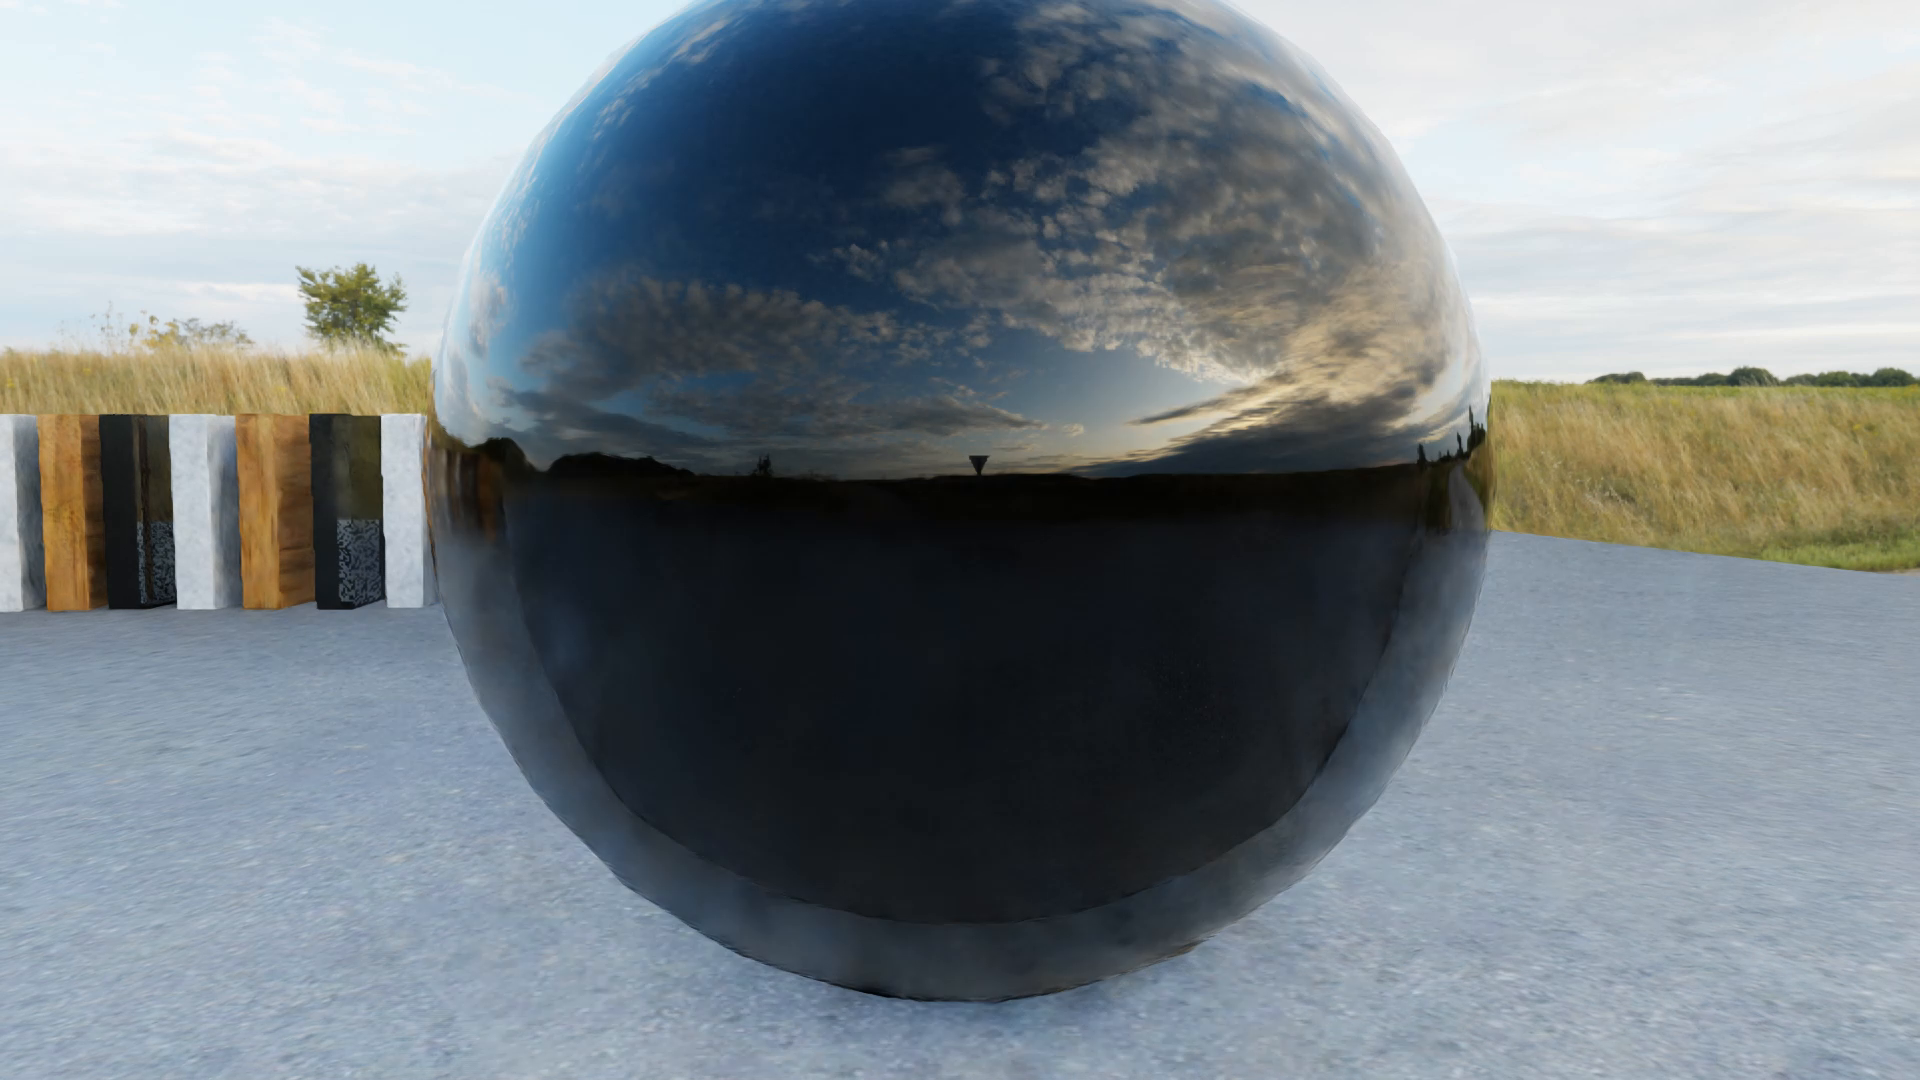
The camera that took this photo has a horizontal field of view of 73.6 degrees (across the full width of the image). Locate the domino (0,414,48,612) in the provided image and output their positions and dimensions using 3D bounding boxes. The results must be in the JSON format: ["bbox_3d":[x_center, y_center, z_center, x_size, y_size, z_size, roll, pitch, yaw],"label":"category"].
[{"bbox_3d":[-0.246,-0.008,0.335,0.009,0.050,0.025,-1,4,-16],"label":"domino"}]

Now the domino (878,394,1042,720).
[{"bbox_3d":[0.000,0.002,0.201,0.025,0.050,0.009,0,4,0],"label":"domino"}]

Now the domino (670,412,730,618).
[{"bbox_3d":[-0.061,-0.007,0.325,0.009,0.050,0.025,2,5,30],"label":"domino"}]

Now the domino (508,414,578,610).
[{"bbox_3d":[-0.109,-0.008,0.340,0.010,0.050,0.025,1,4,8],"label":"domino"}]

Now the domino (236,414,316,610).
[{"bbox_3d":[-0.180,-0.008,0.341,0.010,0.050,0.025,0,4,-2],"label":"domino"}]

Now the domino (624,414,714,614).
[{"bbox_3d":[-0.075,-0.007,0.332,0.010,0.050,0.025,2,5,21],"label":"domino"}]

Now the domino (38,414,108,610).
[{"bbox_3d":[-0.231,-0.008,0.338,0.009,0.050,0.025,-1,4,-12],"label":"domino"}]

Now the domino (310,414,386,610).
[{"bbox_3d":[-0.162,-0.008,0.342,0.009,0.050,0.025,0,4,-4],"label":"domino"}]

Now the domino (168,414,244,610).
[{"bbox_3d":[-0.197,-0.008,0.341,0.010,0.050,0.025,0,4,0],"label":"domino"}]

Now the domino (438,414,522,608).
[{"bbox_3d":[-0.128,-0.008,0.342,0.009,0.050,0.025,0,4,5],"label":"domino"}]

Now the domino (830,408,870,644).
[{"bbox_3d":[-0.015,-0.004,0.282,0.025,0.050,0.009,-3,5,-32],"label":"domino"}]

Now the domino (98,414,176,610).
[{"bbox_3d":[-0.215,-0.008,0.340,0.010,0.050,0.025,0,4,-3],"label":"domino"}]

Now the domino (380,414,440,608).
[{"bbox_3d":[-0.144,-0.008,0.343,0.009,0.050,0.025,0,4,-1],"label":"domino"}]

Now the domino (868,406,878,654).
[{"bbox_3d":[-0.005,-0.002,0.262,0.025,0.050,0.009,-2,5,-21],"label":"domino"}]

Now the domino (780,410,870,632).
[{"bbox_3d":[-0.029,-0.005,0.300,0.025,0.050,0.010,-4,6,-43],"label":"domino"}]

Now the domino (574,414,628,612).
[{"bbox_3d":[-0.090,-0.008,0.336,0.009,0.050,0.025,1,4,14],"label":"domino"}]

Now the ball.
[{"bbox_3d":[0.000,-0.005,0.103,0.080,0.080,0.080,0,4,0],"label":"ball"}]

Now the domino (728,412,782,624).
[{"bbox_3d":[-0.044,-0.006,0.313,0.010,0.050,0.025,3,5,38],"label":"domino"}]
